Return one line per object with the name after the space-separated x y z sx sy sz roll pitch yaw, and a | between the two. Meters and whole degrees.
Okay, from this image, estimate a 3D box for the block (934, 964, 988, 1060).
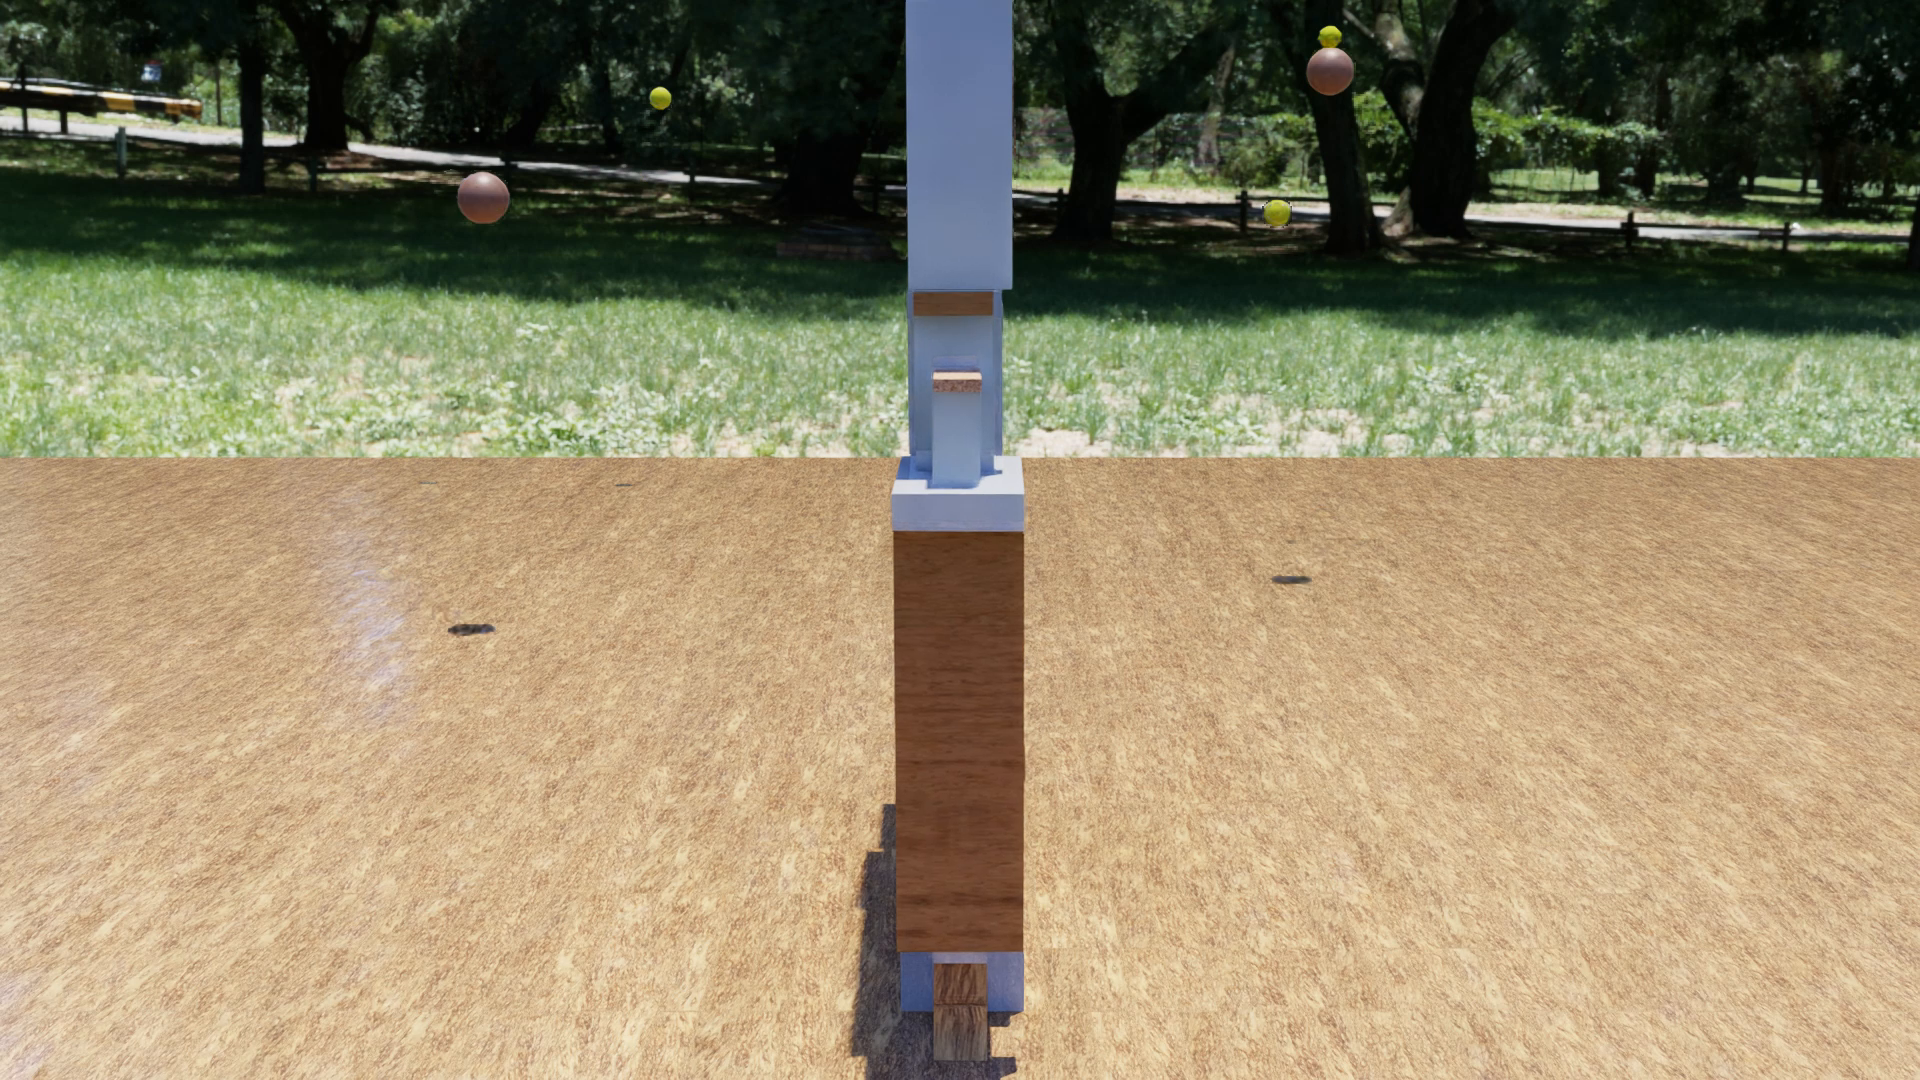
0.000 0.639 3.007 0.073 0.146 0.021 0 11 0 | block

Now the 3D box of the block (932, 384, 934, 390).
-0.006 -0.147 2.942 0.062 0.124 0.018 0 10 1 | block

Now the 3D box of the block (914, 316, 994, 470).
-0.008 -0.202 2.994 0.107 0.213 0.030 0 10 1 | block

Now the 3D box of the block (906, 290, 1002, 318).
-0.008 -0.378 3.440 0.143 0.041 0.286 0 10 0 | block

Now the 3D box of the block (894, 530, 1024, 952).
-0.001 0.264 2.924 0.170 0.580 0.048 0 11 0 | block

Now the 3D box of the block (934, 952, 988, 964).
0.000 0.548 3.039 0.073 0.021 0.146 0 10 0 | block

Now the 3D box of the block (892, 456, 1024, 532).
0.000 -0.066 2.978 0.170 0.048 0.340 0 10 1 | block

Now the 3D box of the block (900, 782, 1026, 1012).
0.004 0.502 3.170 0.178 0.355 0.050 0 11 0 | block

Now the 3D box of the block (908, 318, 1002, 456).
-0.007 -0.200 3.375 0.143 0.286 0.041 0 10 0 | block

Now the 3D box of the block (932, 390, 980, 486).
-0.004 -0.132 2.861 0.062 0.124 0.018 0 11 0 | block

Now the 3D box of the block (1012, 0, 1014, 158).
0.004 -0.705 3.184 0.149 0.297 0.042 0 11 0 | block

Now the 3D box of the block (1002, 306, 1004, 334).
-0.007 -0.387 3.745 0.156 0.044 0.311 0 10 0 | block

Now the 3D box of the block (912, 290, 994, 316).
-0.008 -0.336 3.041 0.107 0.030 0.213 0 11 1 | block

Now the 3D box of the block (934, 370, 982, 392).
-0.004 -0.209 2.889 0.062 0.018 0.124 0 10 -1 | block

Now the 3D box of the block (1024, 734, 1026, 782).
0.004 0.281 3.250 0.178 0.050 0.355 0 11 0 | block

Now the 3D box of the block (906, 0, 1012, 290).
-0.001 -0.561 2.920 0.139 0.453 0.040 0 10 0 | block
